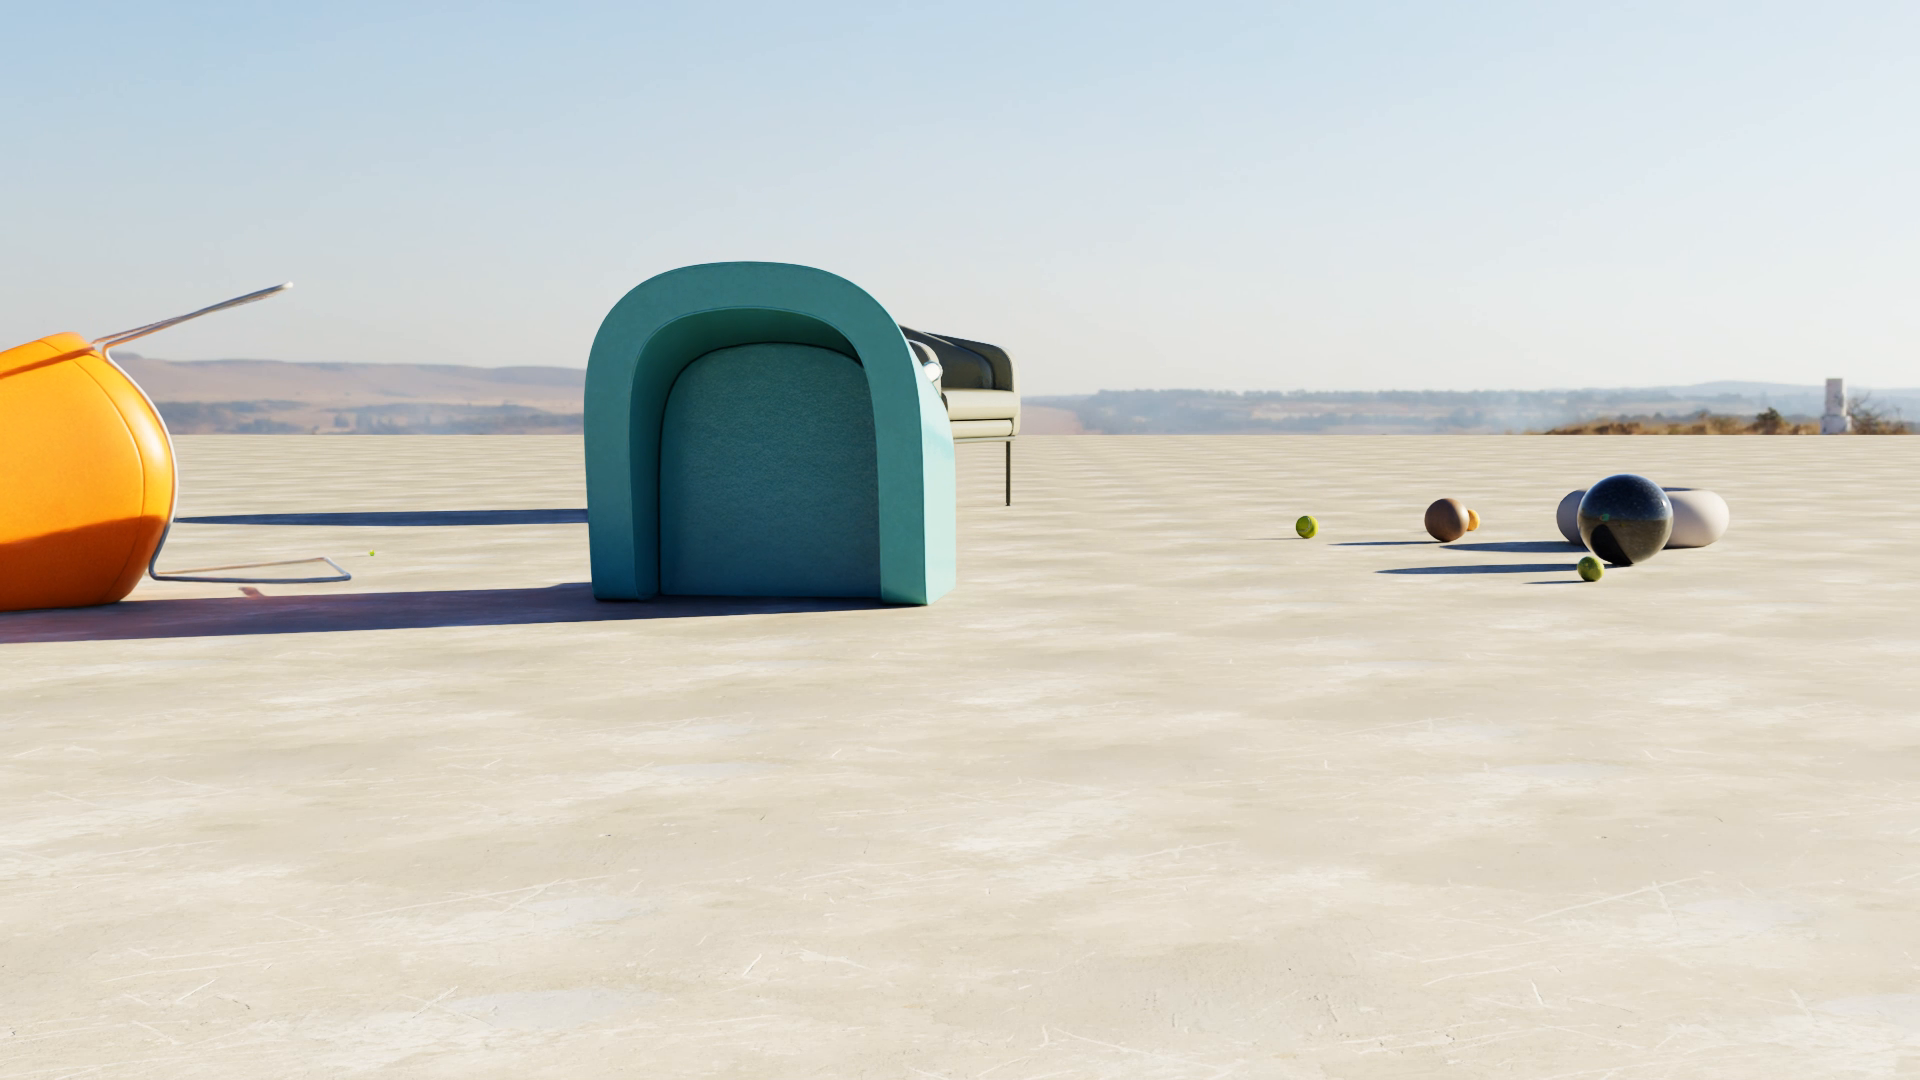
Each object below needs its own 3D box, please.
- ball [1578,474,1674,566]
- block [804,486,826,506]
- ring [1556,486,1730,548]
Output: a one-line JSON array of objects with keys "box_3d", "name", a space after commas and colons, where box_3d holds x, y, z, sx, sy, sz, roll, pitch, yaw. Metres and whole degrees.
[{"box_3d": [1.697, -0.053, 5.610, 0.235, 0.235, 0.235, 0, 4, 0], "name": "ball"}, {"box_3d": [-0.557, -0.167, 8.452, 0.077, 0.072, 0.064, 0, 4, -5], "name": "block"}, {"box_3d": [1.969, -0.066, 6.351, 0.478, 0.163, 0.404, 1, 5, 18], "name": "ring"}]
